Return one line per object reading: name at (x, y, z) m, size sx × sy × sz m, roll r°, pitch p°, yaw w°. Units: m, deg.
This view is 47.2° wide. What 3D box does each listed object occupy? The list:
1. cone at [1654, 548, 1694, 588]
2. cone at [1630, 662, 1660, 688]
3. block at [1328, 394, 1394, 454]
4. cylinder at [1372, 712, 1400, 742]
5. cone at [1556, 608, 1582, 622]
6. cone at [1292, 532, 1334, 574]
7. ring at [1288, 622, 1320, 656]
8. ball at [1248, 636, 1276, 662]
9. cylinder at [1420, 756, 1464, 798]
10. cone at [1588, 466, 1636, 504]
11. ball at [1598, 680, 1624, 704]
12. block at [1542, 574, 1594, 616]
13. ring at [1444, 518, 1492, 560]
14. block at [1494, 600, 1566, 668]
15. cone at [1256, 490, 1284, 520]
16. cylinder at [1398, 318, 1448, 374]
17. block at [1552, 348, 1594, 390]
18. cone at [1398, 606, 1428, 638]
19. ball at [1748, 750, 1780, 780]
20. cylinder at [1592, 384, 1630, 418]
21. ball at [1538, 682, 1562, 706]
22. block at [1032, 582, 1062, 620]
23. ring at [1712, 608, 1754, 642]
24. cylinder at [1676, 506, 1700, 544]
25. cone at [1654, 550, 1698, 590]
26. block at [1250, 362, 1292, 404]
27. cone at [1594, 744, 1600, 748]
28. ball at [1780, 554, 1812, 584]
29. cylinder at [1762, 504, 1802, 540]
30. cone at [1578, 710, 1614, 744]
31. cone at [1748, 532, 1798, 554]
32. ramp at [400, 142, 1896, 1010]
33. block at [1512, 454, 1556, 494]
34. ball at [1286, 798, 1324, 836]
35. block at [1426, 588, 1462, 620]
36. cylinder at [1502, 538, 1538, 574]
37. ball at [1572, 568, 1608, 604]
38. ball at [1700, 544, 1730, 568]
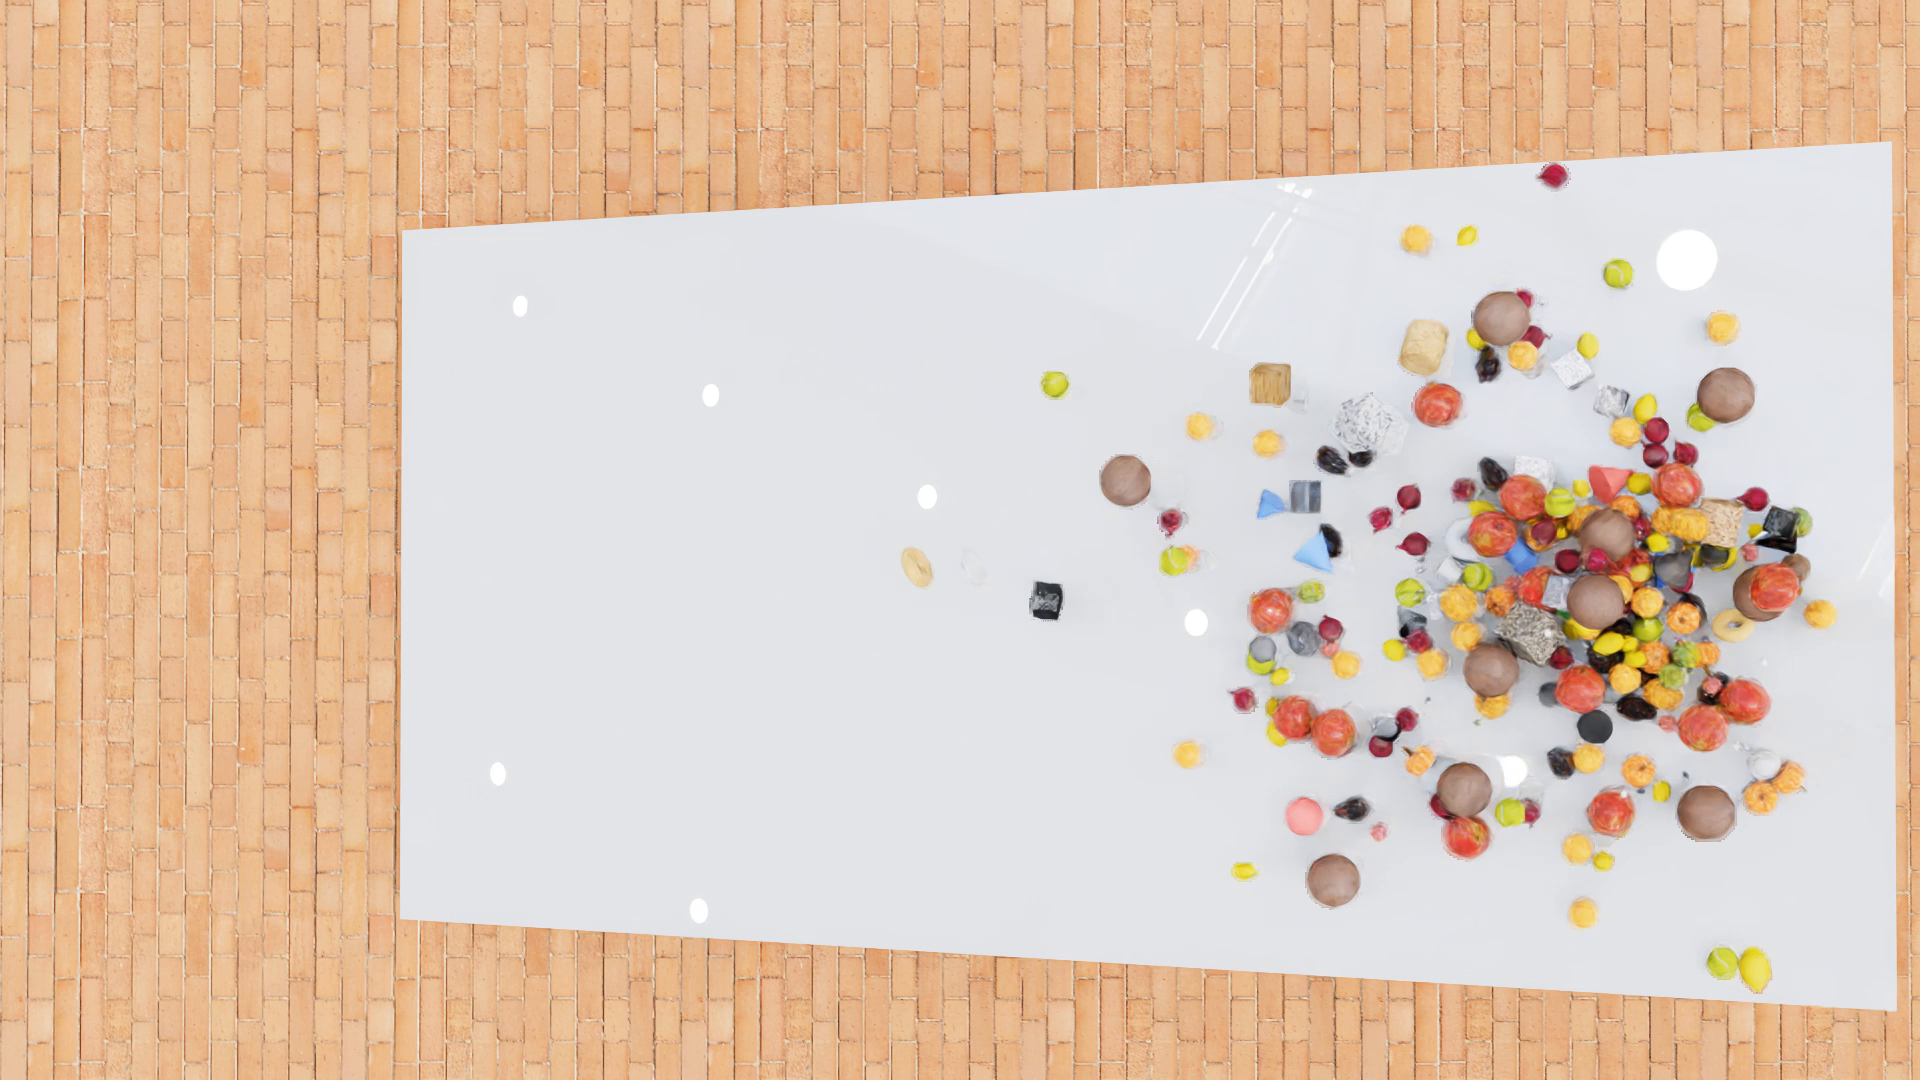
cone at (1.662, 0.046, 5.057) m, size 0.093 × 0.093 × 0.093 m, roll 14°, pitch 48°, yaw -16°
cone at (1.636, 0.326, 5.220) m, size 0.064 × 0.064 × 0.064 m, roll 9°, pitch 89°, yaw -12°
block at (0.971, -0.281, 5.323) m, size 0.094 × 0.094 × 0.094 m, roll 41°, pitch 65°, yaw -18°
cylinder at (1.035, 0.455, 5.339) m, size 0.059 × 0.059 × 0.059 m, roll 0°, pitch 98°, yaw 2°
cone at (1.459, 0.162, 5.261) m, size 0.070 × 0.070 × 0.070 m, roll 1°, pitch 93°, yaw 21°
cone at (0.876, 0.049, 5.338) m, size 0.098 × 0.098 × 0.098 m, roll -41°, pitch 79°, yaw -1°
ring at (0.858, 0.247, 5.485) m, size 0.088 × 0.029 × 0.088 m, roll 1°, pitch 92°, yaw 39°
ball at (0.748, 0.270, 5.438) m, size 0.068 × 0.068 × 0.068 m, roll 0°, pitch 89°, yaw 0°
cylinder at (1.172, 0.578, 5.348) m, size 0.085 × 0.085 × 0.085 m, roll 11°, pitch 89°, yaw 23°
cone at (1.568, -0.148, 5.243) m, size 0.098 × 0.098 × 0.098 m, roll -21°, pitch 89°, yaw -9°
ball at (1.547, 0.361, 5.235) m, size 0.060 × 0.060 × 0.060 m, roll 0°, pitch 89°, yaw 0°
block at (1.431, 0.130, 5.178) m, size 0.074 × 0.074 × 0.074 m, roll 15°, pitch 94°, yaw -22°
ring at (1.233, -0.002, 5.333) m, size 0.116 × 0.039 × 0.116 m, roll -6°, pitch 57°, yaw 10°
block at (1.352, 0.223, 5.221) m, size 0.099 × 0.099 × 0.099 m, roll -51°, pitch 124°, yaw -8°
cone at (0.766, -0.076, 5.523) m, size 0.071 × 0.071 × 0.071 m, roll 39°, pitch 119°, yaw 0°
cylinder at (1.124, -0.468, 5.332) m, size 0.098 × 0.098 × 0.098 m, roll 20°, pitch 68°, yaw 0°
block at (1.468, -0.409, 5.269) m, size 0.069 × 0.069 × 0.069 m, roll -34°, pitch 79°, yaw 16°
cone at (1.095, 0.187, 5.410) m, size 0.078 × 0.078 × 0.078 m, roll -29°, pitch 52°, yaw 0°
ball at (1.870, 0.522, 5.112) m, size 0.072 × 0.072 × 0.072 m, roll 0°, pitch 89°, yaw 0°
cylinder at (1.551, -0.330, 5.239) m, size 0.067 × 0.067 × 0.067 m, roll 18°, pitch 89°, yaw 19°
ball at (1.417, 0.372, 5.281) m, size 0.058 × 0.058 × 0.058 m, roll 0°, pitch 89°, yaw 0°
block at (0.223, 0.157, 5.652) m, size 0.067 × 0.067 × 0.067 m, roll 7°, pitch 127°, yaw -6°
ring at (1.805, 0.200, 5.134) m, size 0.095 × 0.095 × 0.032 m, roll -23°, pitch 132°, yaw 0°
cylinder at (1.723, -0.034, 5.166) m, size 0.063 × 0.063 × 0.063 m, roll 18°, pitch 121°, yaw 0°
cone at (1.687, 0.068, 5.174) m, size 0.096 × 0.096 × 0.096 m, roll -1°, pitch 89°, yaw 15°
block at (0.766, -0.385, 5.413) m, size 0.080 × 0.080 × 0.080 m, roll 6°, pitch 114°, yaw 24°
cone at (1.525, 0.477, 5.260) m, size 0.054 × 0.054 × 0.054 m, roll 0°, pitch 118°, yaw 0°
ball at (1.937, 0.065, 5.096) m, size 0.070 × 0.070 × 0.070 m, roll 0°, pitch 89°, yaw 0°
cylinder at (1.878, -0.039, 5.026) m, size 0.065 × 0.065 × 0.065 m, roll 23°, pitch 89°, yaw 26°
cone at (1.517, 0.439, 5.231) m, size 0.082 × 0.082 × 0.082 m, roll 2°, pitch 94°, yaw 23°
cone at (1.870, -0.004, 5.086) m, size 0.095 × 0.095 × 0.095 m, roll -13°, pitch 89°, yaw 0°
ramp at (0.279, 0.090, 5.770) m, size 4.000 × 0.100 × 2.000 m, roll 0°, pitch 89°, yaw 19°
block at (1.379, -0.158, 5.285) m, size 0.081 × 0.081 × 0.081 m, roll 10°, pitch 94°, yaw 25°
ball at (0.854, 0.687, 5.456) m, size 0.095 × 0.095 × 0.095 m, roll 0°, pitch 89°, yaw 0°
block at (1.180, 0.154, 5.360) m, size 0.065 × 0.065 × 0.065 m, roll -12°, pitch 89°, yaw 20°
cylinder at (1.348, 0.038, 5.298) m, size 0.060 × 0.060 × 0.060 m, roll -30°, pitch 51°, yaw 0°
ball at (1.499, 0.109, 5.242) m, size 0.084 × 0.084 × 0.084 m, roll 0°, pitch 89°, yaw 0°
ball at (1.756, 0.031, 5.117) m, size 0.067 × 0.067 × 0.067 m, roll 0°, pitch 89°, yaw 0°
